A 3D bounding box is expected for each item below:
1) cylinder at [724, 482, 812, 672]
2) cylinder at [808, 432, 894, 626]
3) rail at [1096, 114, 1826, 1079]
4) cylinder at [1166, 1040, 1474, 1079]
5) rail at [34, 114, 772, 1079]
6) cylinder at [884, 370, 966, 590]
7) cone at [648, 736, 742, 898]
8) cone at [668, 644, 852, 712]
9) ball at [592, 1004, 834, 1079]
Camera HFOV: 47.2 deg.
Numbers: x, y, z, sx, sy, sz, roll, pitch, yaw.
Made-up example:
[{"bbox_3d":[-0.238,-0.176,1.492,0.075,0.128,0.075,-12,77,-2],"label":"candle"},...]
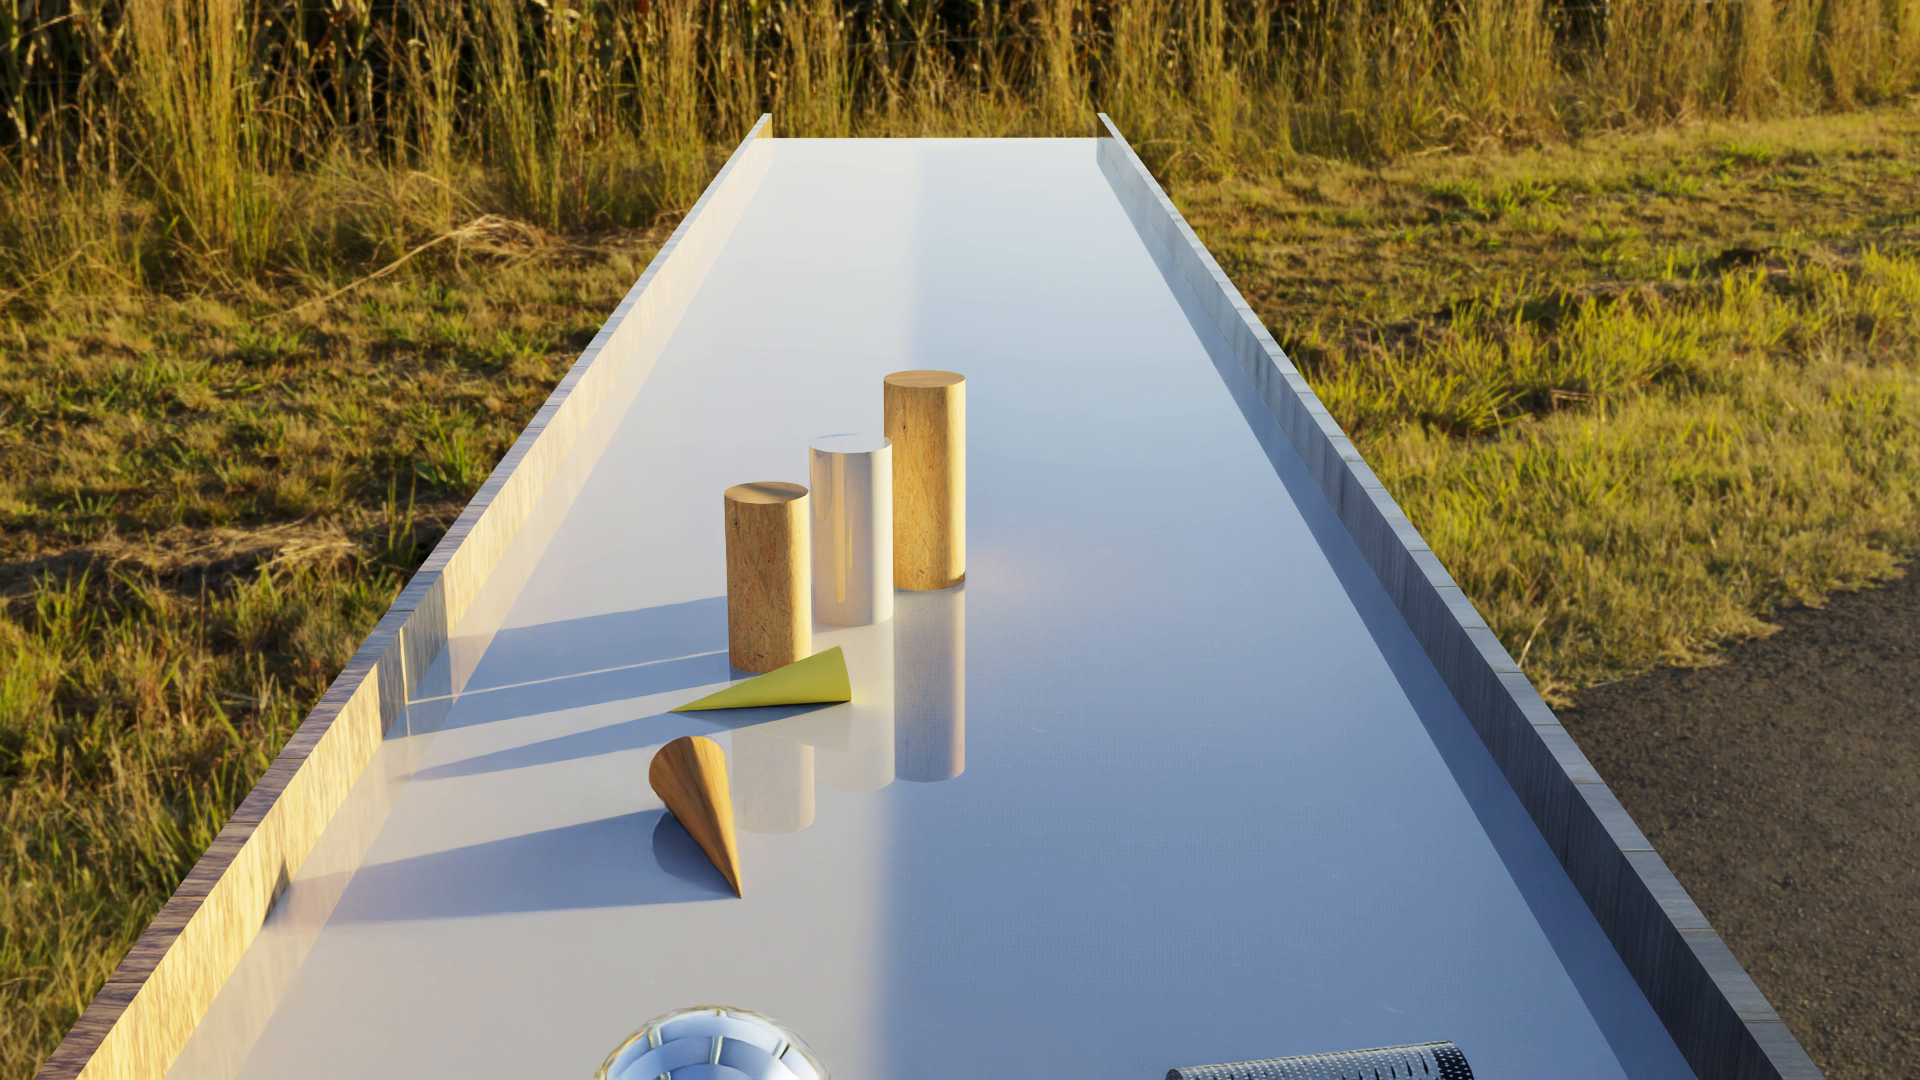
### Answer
[{"bbox_3d":[-0.381,0.073,4.373,0.166,0.347,0.166,0,17,0],"label":"cylinder"},{"bbox_3d":[-0.229,-0.023,4.644,0.174,0.376,0.174,0,17,0],"label":"cylinder"},{"bbox_3d":[0.932,-0.844,7.801,0.050,0.150,12.000,0,17,-1],"label":"rail"},{"bbox_3d":[0.427,0.694,2.612,0.342,0.162,0.162,-3,17,-11],"label":"cylinder"},{"bbox_3d":[-1.118,-0.838,7.780,0.050,0.150,12.000,0,17,-1],"label":"rail"},{"bbox_3d":[-0.078,-0.134,4.874,0.179,0.458,0.179,0,17,0],"label":"cylinder"},{"bbox_3d":[-0.396,0.469,3.535,0.132,0.132,0.384,-6,27,-18],"label":"cone"},{"bbox_3d":[-0.387,0.288,4.163,0.347,0.108,0.108,-12,18,-9],"label":"cone"},{"bbox_3d":[-0.276,0.670,2.446,0.301,0.301,0.301,0,17,0],"label":"ball"}]
